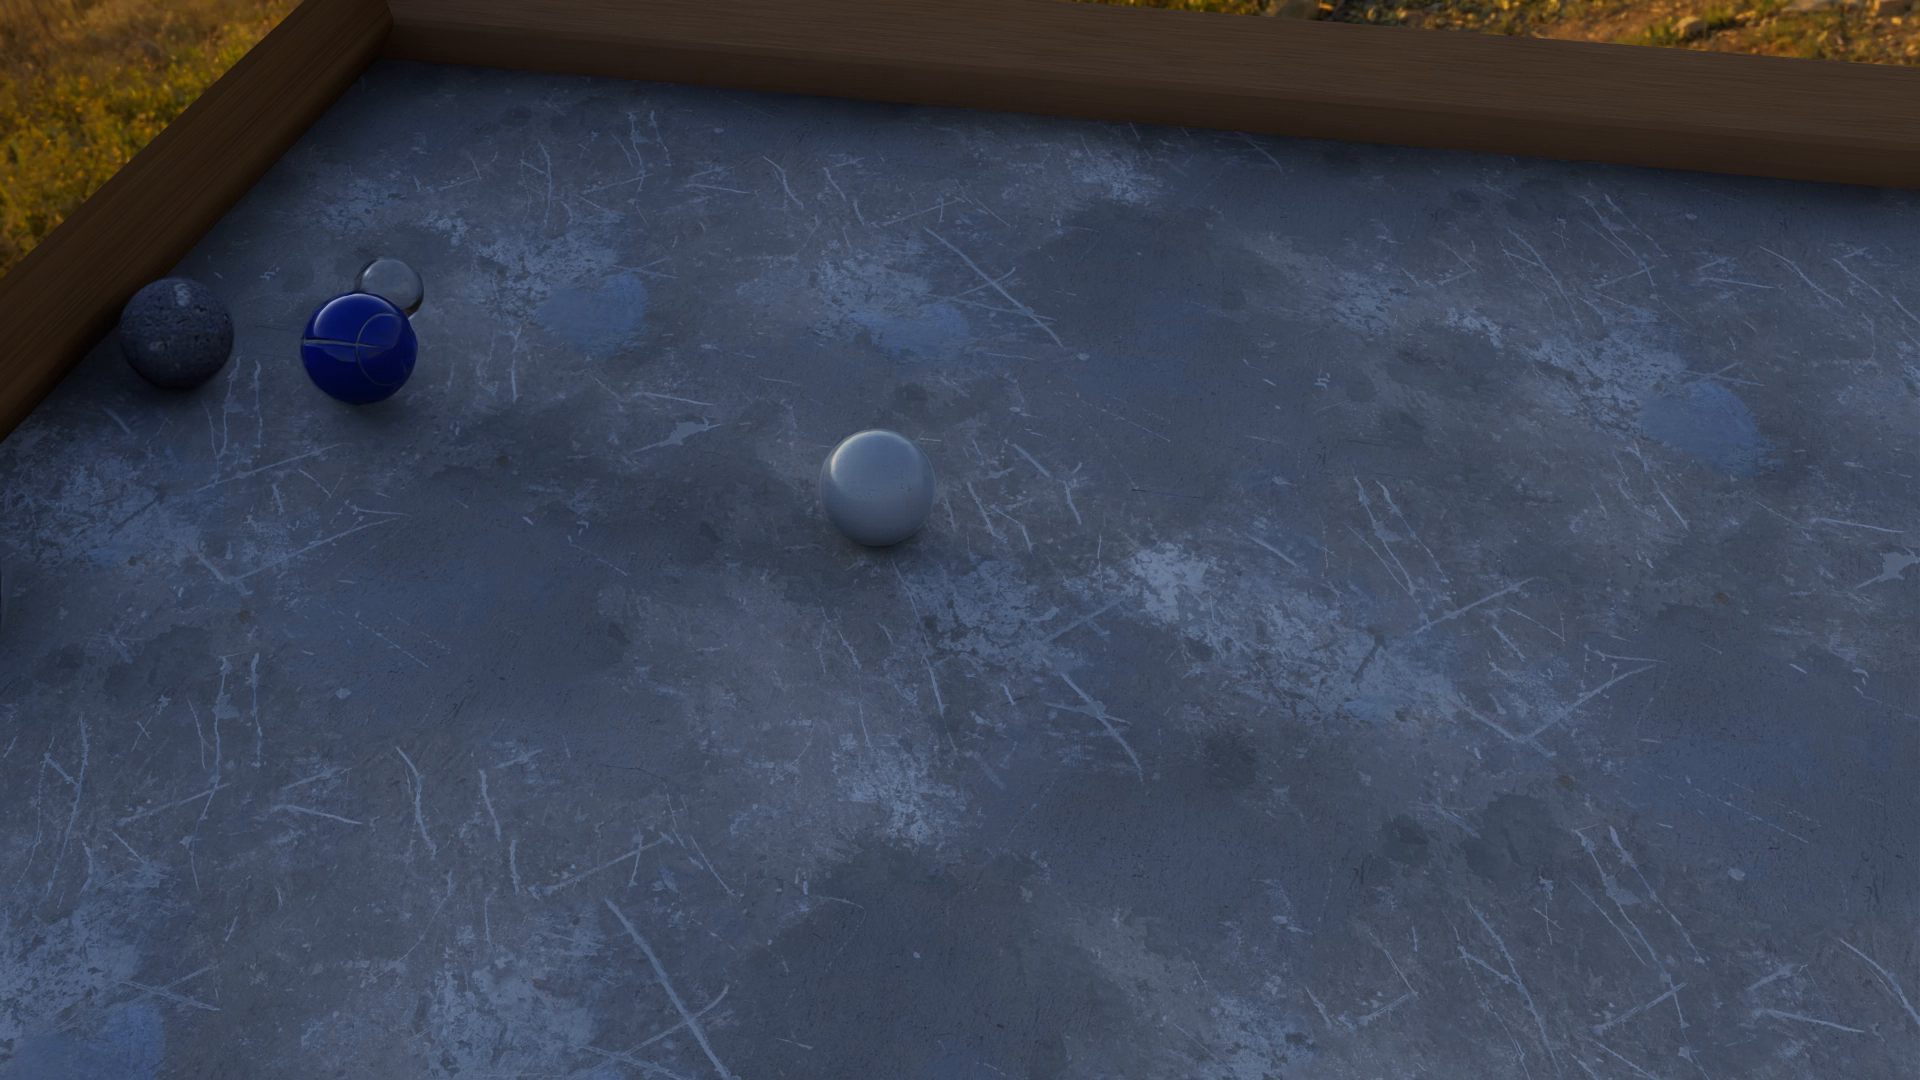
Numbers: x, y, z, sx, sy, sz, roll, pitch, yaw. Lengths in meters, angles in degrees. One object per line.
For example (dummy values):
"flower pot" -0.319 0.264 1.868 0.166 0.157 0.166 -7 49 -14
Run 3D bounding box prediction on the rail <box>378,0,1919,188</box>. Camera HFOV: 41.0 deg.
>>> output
"rail" 1.003 -0.392 2.533 3.388 0.128 0.045 7 34 10

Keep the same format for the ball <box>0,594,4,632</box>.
"ball" -0.759 0.054 1.896 0.099 0.099 0.099 0 34 0

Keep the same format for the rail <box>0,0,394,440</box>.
"rail" -0.806 -0.109 2.111 0.045 0.128 1.770 7 34 10

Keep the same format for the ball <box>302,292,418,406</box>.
"ball" -0.520 -0.166 2.225 0.098 0.098 0.098 0 34 0

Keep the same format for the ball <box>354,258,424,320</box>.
"ball" -0.522 -0.227 2.347 0.062 0.062 0.062 0 34 0

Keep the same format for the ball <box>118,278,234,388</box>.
"ball" -0.687 -0.181 2.249 0.096 0.096 0.096 0 34 0

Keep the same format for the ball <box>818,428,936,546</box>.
"ball" -0.066 -0.042 2.043 0.094 0.094 0.094 0 34 0
